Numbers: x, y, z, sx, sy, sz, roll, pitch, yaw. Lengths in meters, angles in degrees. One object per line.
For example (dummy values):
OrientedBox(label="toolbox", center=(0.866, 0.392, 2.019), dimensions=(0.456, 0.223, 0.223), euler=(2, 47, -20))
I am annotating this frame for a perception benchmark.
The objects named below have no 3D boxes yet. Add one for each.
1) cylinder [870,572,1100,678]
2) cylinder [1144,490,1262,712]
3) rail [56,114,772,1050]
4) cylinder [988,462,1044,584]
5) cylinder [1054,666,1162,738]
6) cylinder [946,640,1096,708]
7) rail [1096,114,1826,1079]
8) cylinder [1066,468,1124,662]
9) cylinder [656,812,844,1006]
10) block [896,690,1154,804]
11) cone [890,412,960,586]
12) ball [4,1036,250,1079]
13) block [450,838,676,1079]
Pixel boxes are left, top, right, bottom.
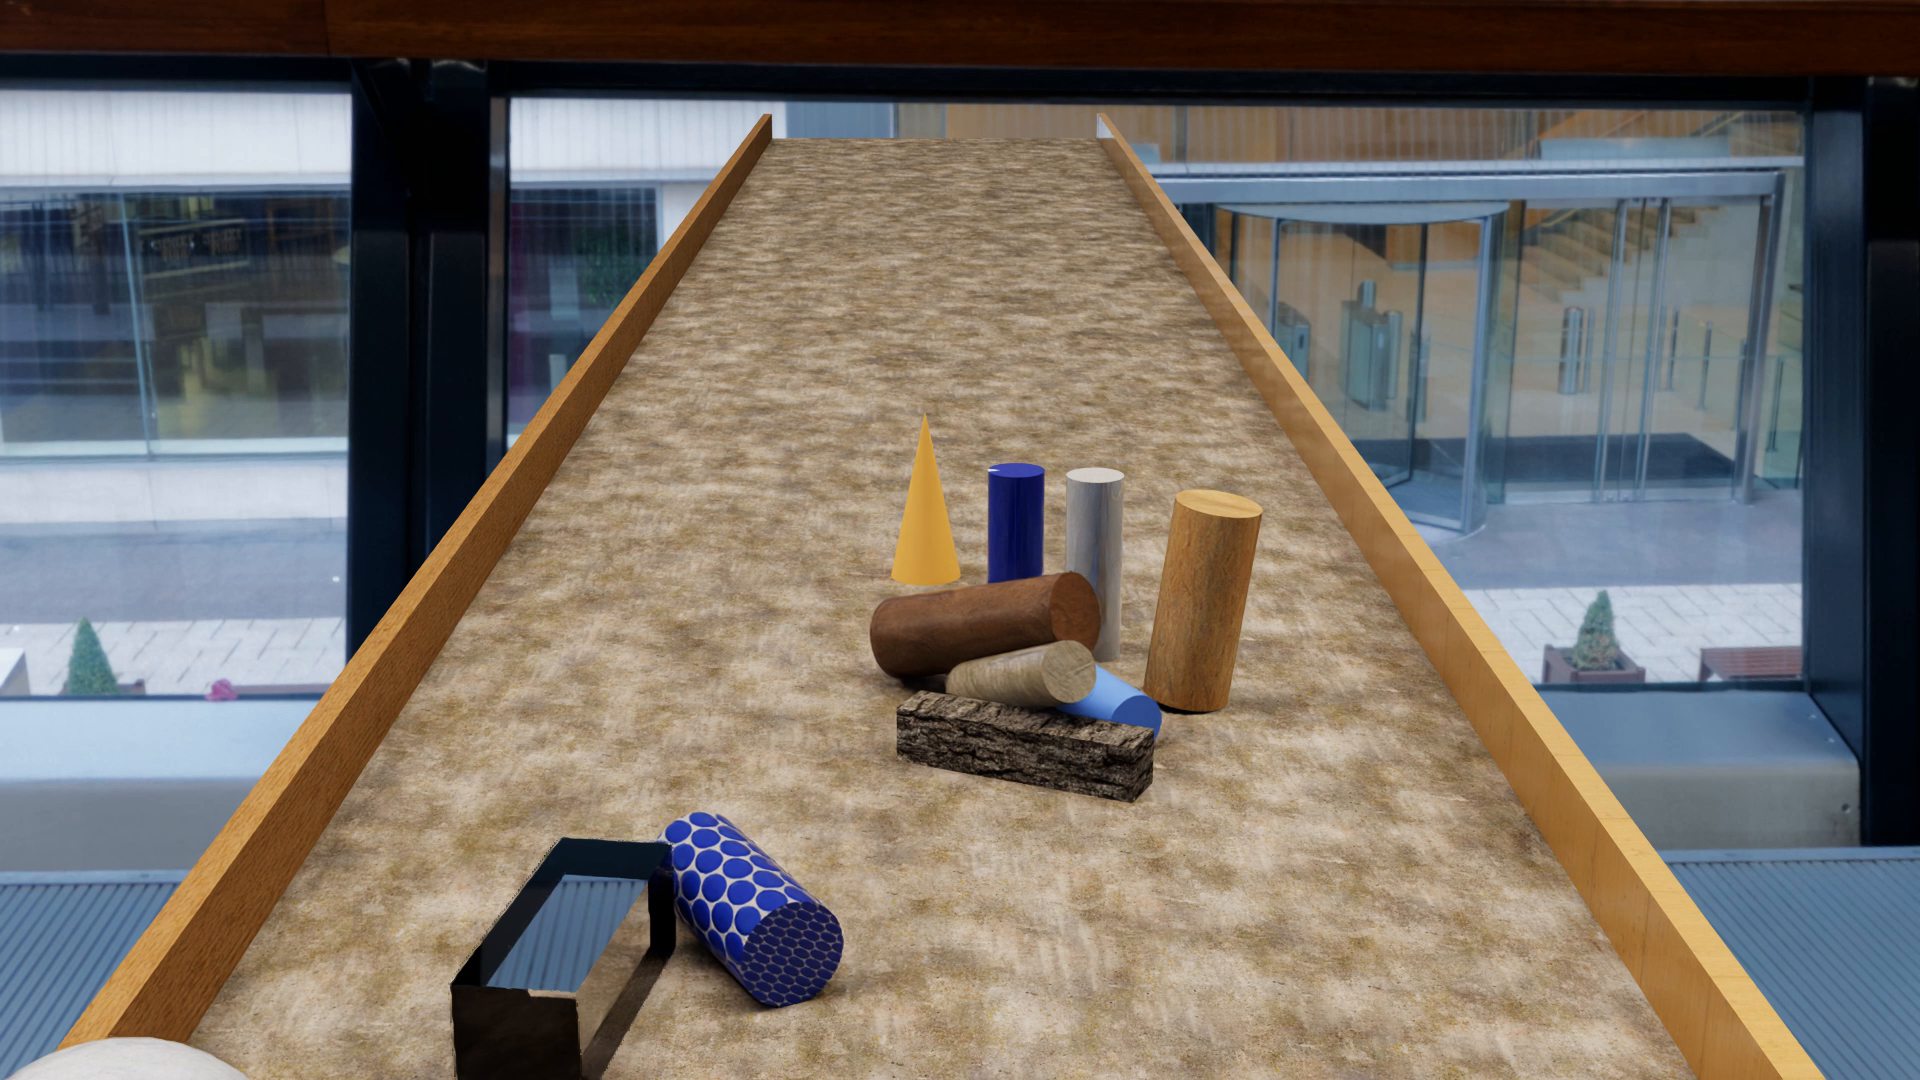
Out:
OrientedBox(label="cylinder", center=(0.044, 0.165, 4.178), dimensions=(0.432, 0.160, 0.160), euler=(-9, 8, 38))
OrientedBox(label="cylinder", center=(0.455, 0.113, 4.139), dimensions=(0.163, 0.385, 0.163), euler=(7, 18, -2))
OrientedBox(label="rail", center=(-1.118, -0.838, 7.780), dimensions=(0.050, 0.150, 12.000), euler=(0, 17, -1))
OrientedBox(label="cylinder", center=(0.119, 0.002, 4.672), dimensions=(0.121, 0.312, 0.121), euler=(0, 17, 0))
OrientedBox(label="cylinder", center=(0.232, 0.282, 4.086), dimensions=(0.109, 0.109, 0.367), euler=(-8, 18, -25))
OrientedBox(label="cylinder", center=(0.105, 0.252, 3.943), dimensions=(0.109, 0.109, 0.379), euler=(-9, -4, -27))
OrientedBox(label="rail", center=(0.932, -0.844, 7.801), dimensions=(0.050, 0.150, 12.000), euler=(0, 17, -1))
OrientedBox(label="cylinder", center=(0.268, 0.051, 4.401), dimensions=(0.114, 0.374, 0.114), euler=(0, 17, 0))
OrientedBox(label="cylinder", center=(-0.315, 0.528, 3.180), dimensions=(0.156, 0.156, 0.349), euler=(-9, 19, -28))
OrientedBox(label="block", center=(0.111, 0.359, 3.845), dimensions=(0.446, 0.100, 0.100), euler=(8, 18, 24))
OrientedBox(label="cone", center=(-0.077, -0.103, 4.908), dimensions=(0.158, 0.379, 0.158), euler=(0, 17, 0))
OrientedBox(label="ball", center=(-0.831, 0.674, 2.168), dimensions=(0.360, 0.360, 0.360), euler=(0, 17, 0))
OrientedBox(label="block", center=(-0.529, 0.578, 2.997), dimensions=(0.164, 0.164, 0.451), euler=(2, 17, 8))
